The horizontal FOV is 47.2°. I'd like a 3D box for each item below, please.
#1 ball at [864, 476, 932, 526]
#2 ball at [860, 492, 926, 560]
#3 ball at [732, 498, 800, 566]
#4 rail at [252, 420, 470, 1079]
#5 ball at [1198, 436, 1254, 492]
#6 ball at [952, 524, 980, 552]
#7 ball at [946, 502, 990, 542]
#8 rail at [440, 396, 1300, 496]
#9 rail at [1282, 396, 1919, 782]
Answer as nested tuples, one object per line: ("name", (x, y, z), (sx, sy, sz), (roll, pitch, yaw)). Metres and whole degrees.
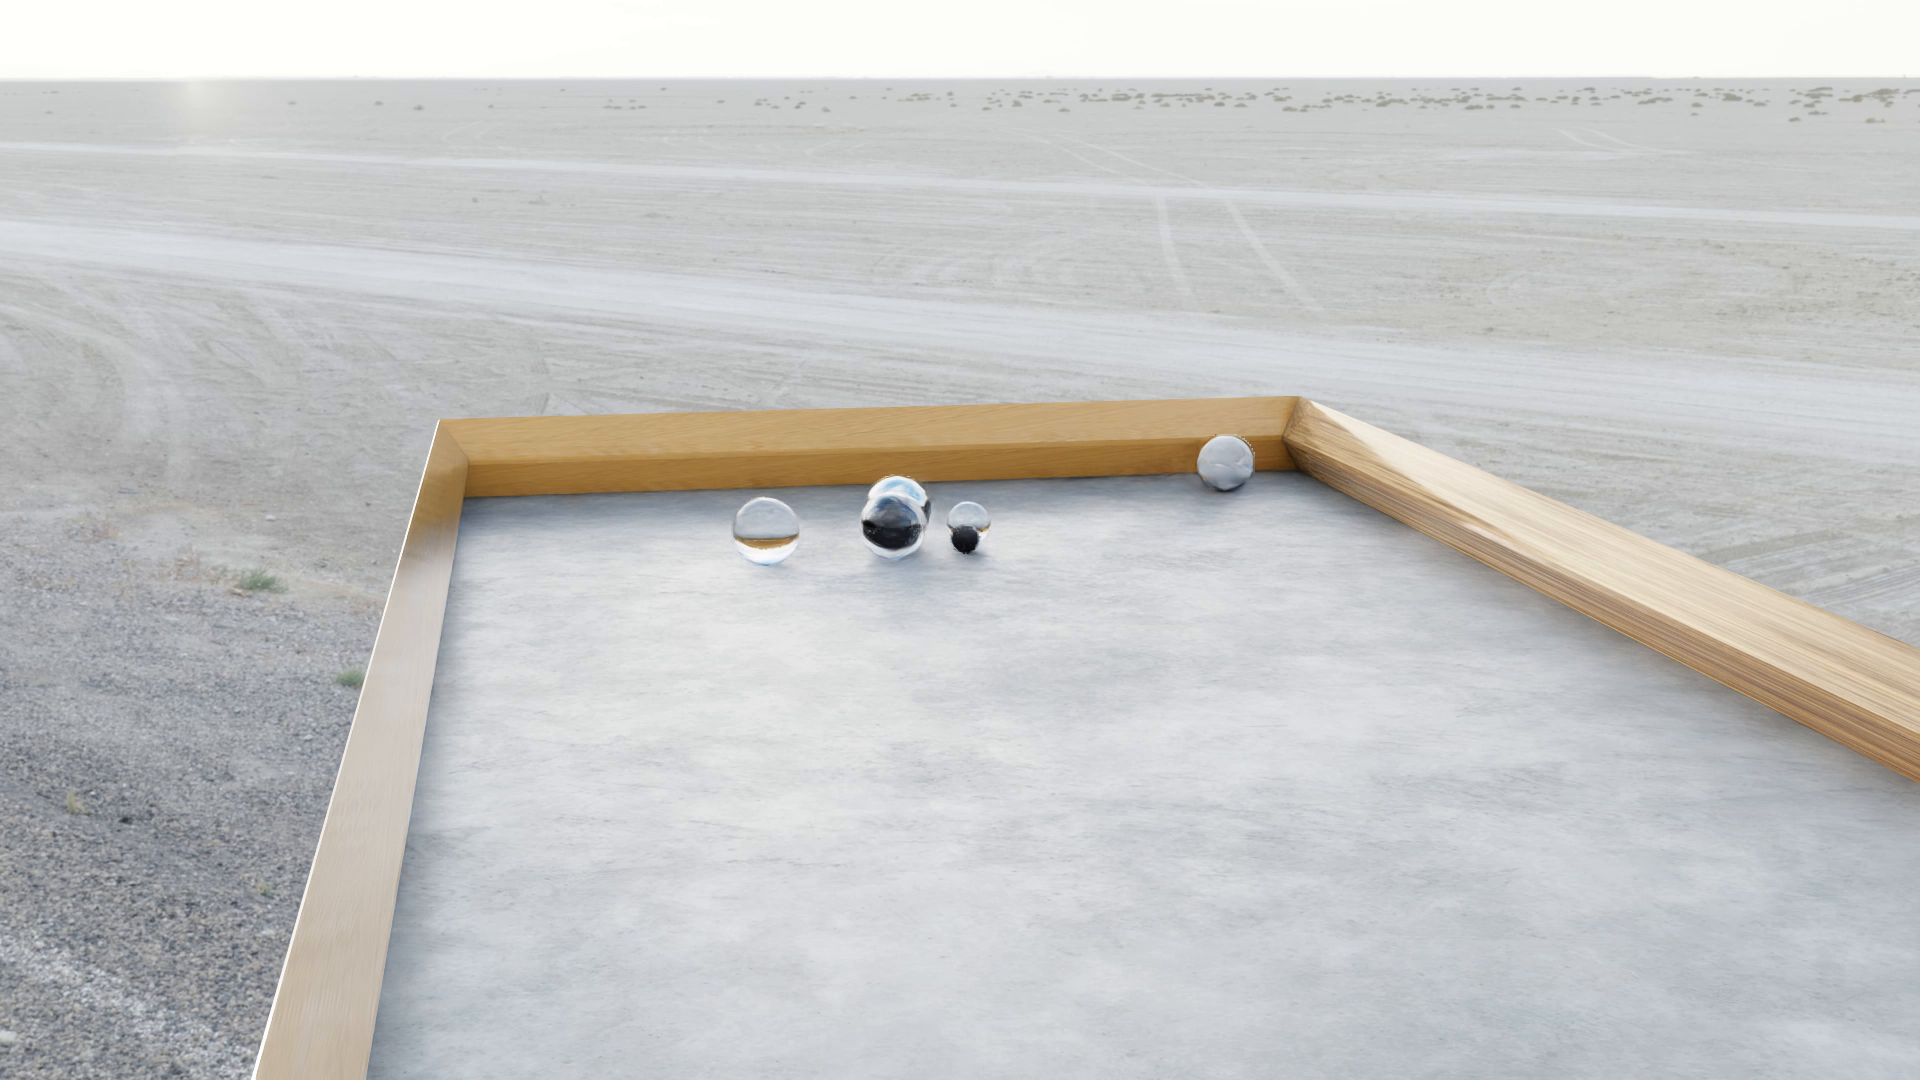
("ball", (-0.087, -0.042, 3.078), (0.094, 0.094, 0.094), (0, 12, 0))
("ball", (-0.091, -0.020, 2.977), (0.091, 0.091, 0.091), (0, 12, 0))
("ball", (-0.259, -0.011, 2.937), (0.090, 0.090, 0.090), (0, 12, 0))
("rail", (-0.542, 0.131, 2.168), (0.045, 0.122, 2.594), (-2, 12, -11))
("ball", (0.419, -0.121, 3.472), (0.088, 0.088, 0.088), (0, 12, 0))
("ball", (0.008, -0.002, 3.018), (0.040, 0.040, 0.040), (0, 12, 0))
("ball", (0.012, -0.023, 3.066), (0.061, 0.061, 0.061), (0, 12, 0))
("rail", (-0.117, -0.148, 3.517), (1.397, 0.122, 0.045), (-2, 12, -11))
("rail", (0.784, 0.080, 2.415), (0.045, 0.122, 2.594), (-2, 12, -11))
